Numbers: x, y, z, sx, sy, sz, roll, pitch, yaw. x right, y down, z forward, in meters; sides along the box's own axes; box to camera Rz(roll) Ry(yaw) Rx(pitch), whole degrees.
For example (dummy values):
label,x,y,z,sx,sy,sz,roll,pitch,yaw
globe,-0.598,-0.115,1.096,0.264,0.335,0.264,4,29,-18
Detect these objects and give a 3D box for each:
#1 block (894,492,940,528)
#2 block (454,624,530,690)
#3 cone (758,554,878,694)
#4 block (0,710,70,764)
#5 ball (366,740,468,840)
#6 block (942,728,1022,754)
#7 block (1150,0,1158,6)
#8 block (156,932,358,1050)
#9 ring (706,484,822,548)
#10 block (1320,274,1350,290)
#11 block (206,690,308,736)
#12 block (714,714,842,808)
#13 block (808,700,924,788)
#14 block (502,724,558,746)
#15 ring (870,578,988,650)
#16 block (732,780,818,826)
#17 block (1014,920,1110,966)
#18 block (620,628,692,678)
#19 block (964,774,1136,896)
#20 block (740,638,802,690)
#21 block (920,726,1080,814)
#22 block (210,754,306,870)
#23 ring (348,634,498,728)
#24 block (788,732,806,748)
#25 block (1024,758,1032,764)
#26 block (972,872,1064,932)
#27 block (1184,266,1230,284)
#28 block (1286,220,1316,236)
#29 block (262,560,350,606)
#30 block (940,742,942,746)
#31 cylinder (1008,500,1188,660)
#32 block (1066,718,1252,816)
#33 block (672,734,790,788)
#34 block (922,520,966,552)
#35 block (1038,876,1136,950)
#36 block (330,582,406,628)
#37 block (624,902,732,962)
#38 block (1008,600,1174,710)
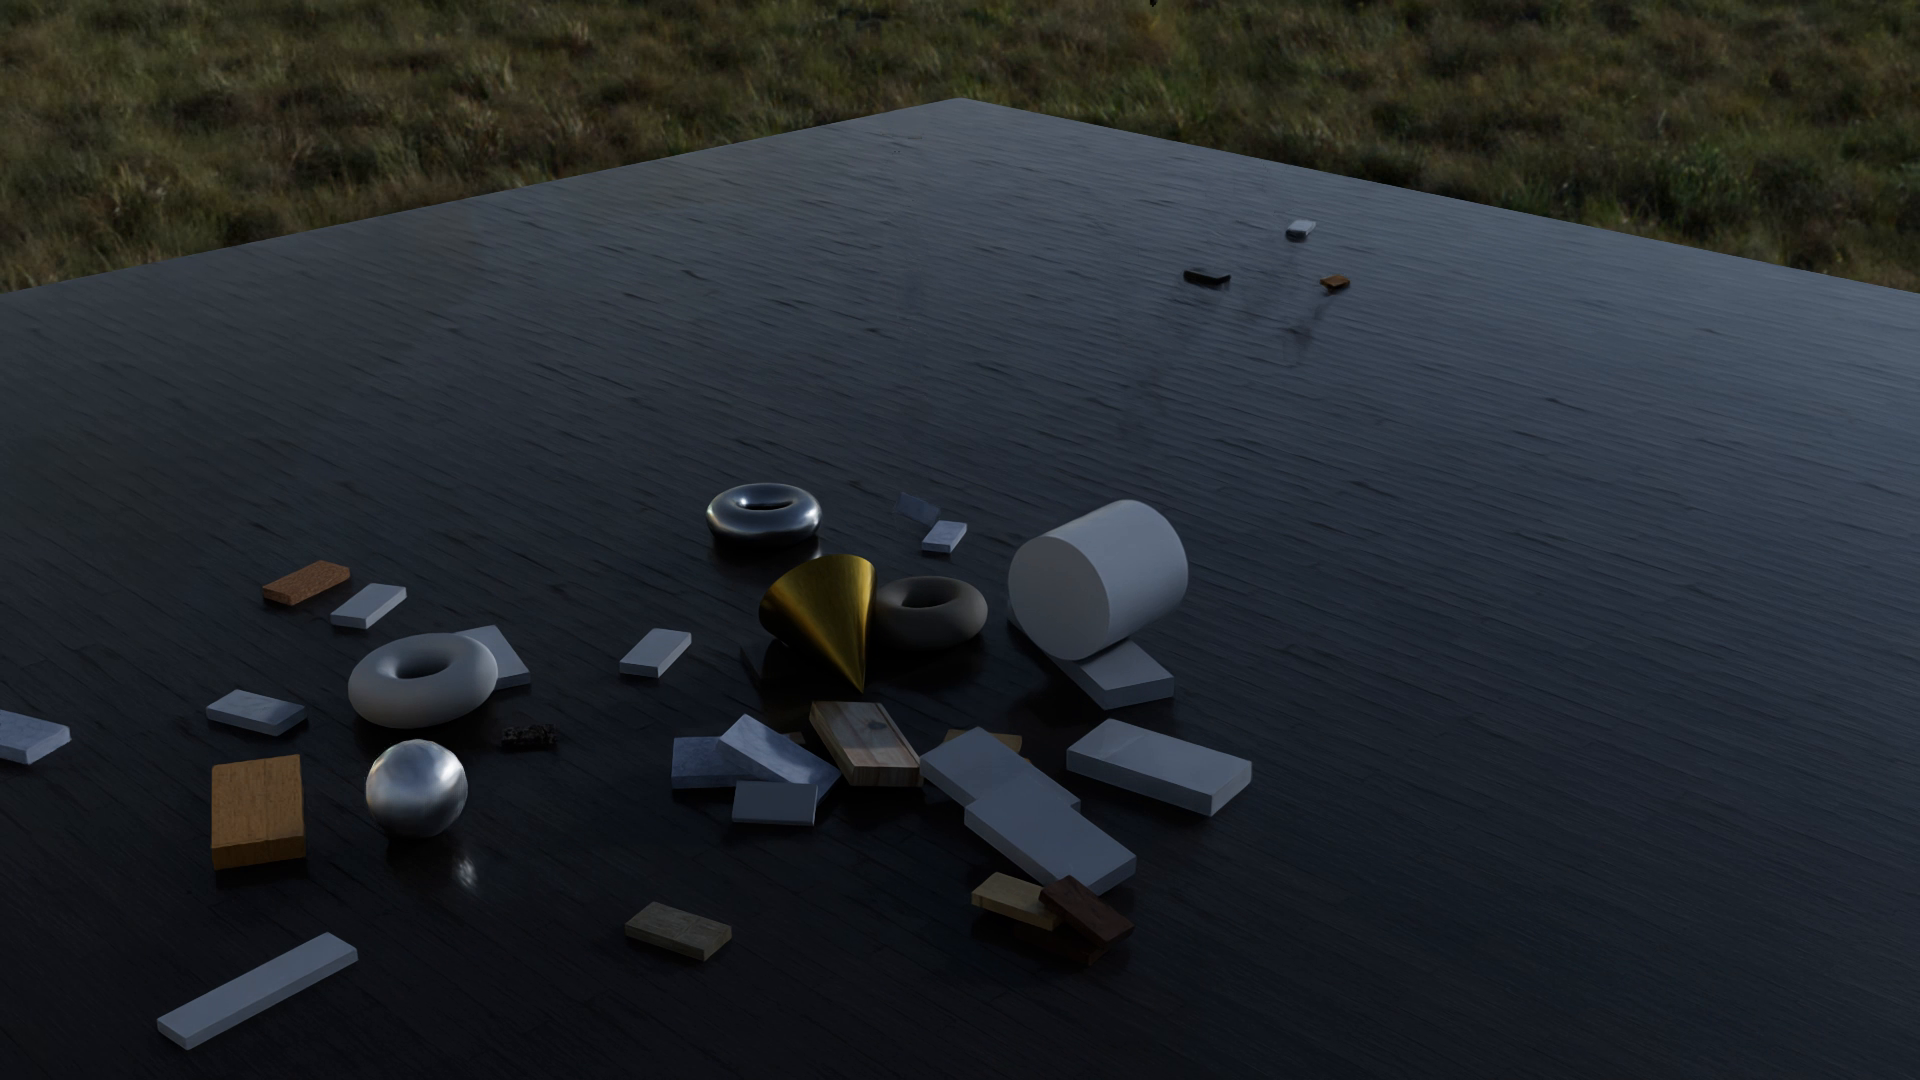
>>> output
label,x,y,z,sx,sy,sz,roll,pitch,yaw
block,-0.114,-0.079,5.824,0.109,0.054,0.015,24,-7,-7
block,-1.083,0.271,5.086,0.098,0.028,0.284,-11,25,-25
cone,-0.273,0.240,5.026,0.294,0.294,0.294,-10,52,-23
block,-2.052,0.419,4.730,0.242,0.034,0.121,10,25,22
ball,-1.074,0.493,4.348,0.197,0.197,0.197,0,23,0
block,0.047,0.439,4.697,0.160,0.023,0.080,4,23,10
block,0.520,-1.426,5.717,0.015,0.054,0.109,39,1,-1
block,-1.231,0.790,3.868,0.088,0.025,0.349,18,29,36
ring,-0.515,-0.064,5.784,0.306,0.102,0.306,0,22,0
block,1.351,-0.928,7.913,0.109,0.015,0.054,-21,45,-40
block,-1.546,0.379,4.832,0.196,0.028,0.098,10,25,23
block,-0.372,0.456,4.524,0.242,0.034,0.121,30,30,9
block,-0.198,0.429,4.648,0.158,0.045,0.316,4,20,-22
block,-0.929,0.421,4.746,0.115,0.016,0.058,-4,23,-9
ring,-0.087,0.173,5.221,0.307,0.102,0.307,-3,20,1
block,-0.372,0.530,4.426,0.164,0.023,0.082,2,60,6
block,0.189,0.724,4.024,0.164,0.023,0.082,16,27,32
block,-0.707,0.261,5.110,0.096,0.027,0.192,7,24,15
block,0.172,0.579,4.250,0.158,0.045,0.316,-26,43,-34
block,-0.436,0.285,5.055,0.096,0.027,0.192,-8,24,-18
block,0.079,0.499,4.453,0.158,0.045,0.316,-25,40,-32
block,-1.410,0.543,4.419,0.172,0.049,0.345,-7,24,-15
ring,-1.191,0.310,4.880,0.328,0.109,0.328,-4,24,2
block,-0.392,0.437,4.709,0.115,0.016,0.058,-6,24,-15
block,0.126,0.503,4.546,0.080,0.023,0.160,-6,24,-14
block,0.119,0.671,4.087,0.175,0.025,0.088,14,27,30
block,0.899,-0.963,8.003,0.077,0.022,0.155,-21,31,-40
block,1.335,-1.221,8.611,0.077,0.022,0.155,9,25,20
block,-1.627,0.106,5.476,0.098,0.028,0.196,13,26,28
block,0.013,0.466,4.595,0.160,0.023,0.080,5,32,29
cylinder,0.318,0.089,5.050,0.294,0.294,0.294,19,30,38
block,0.414,0.471,4.588,0.345,0.049,0.172,15,27,32
block,-0.477,0.462,4.593,0.242,0.034,0.121,-2,36,-3
block,-0.040,-0.009,5.755,0.077,0.022,0.155,6,24,15
block,0.232,0.682,4.026,0.164,0.023,0.082,35,36,32
block,-1.438,0.160,5.350,0.096,0.027,0.192,6,24,15
block,-0.517,0.718,4.038,0.175,0.025,0.088,12,26,26
block,0.296,0.248,5.114,0.172,0.049,0.522,-10,25,-21
